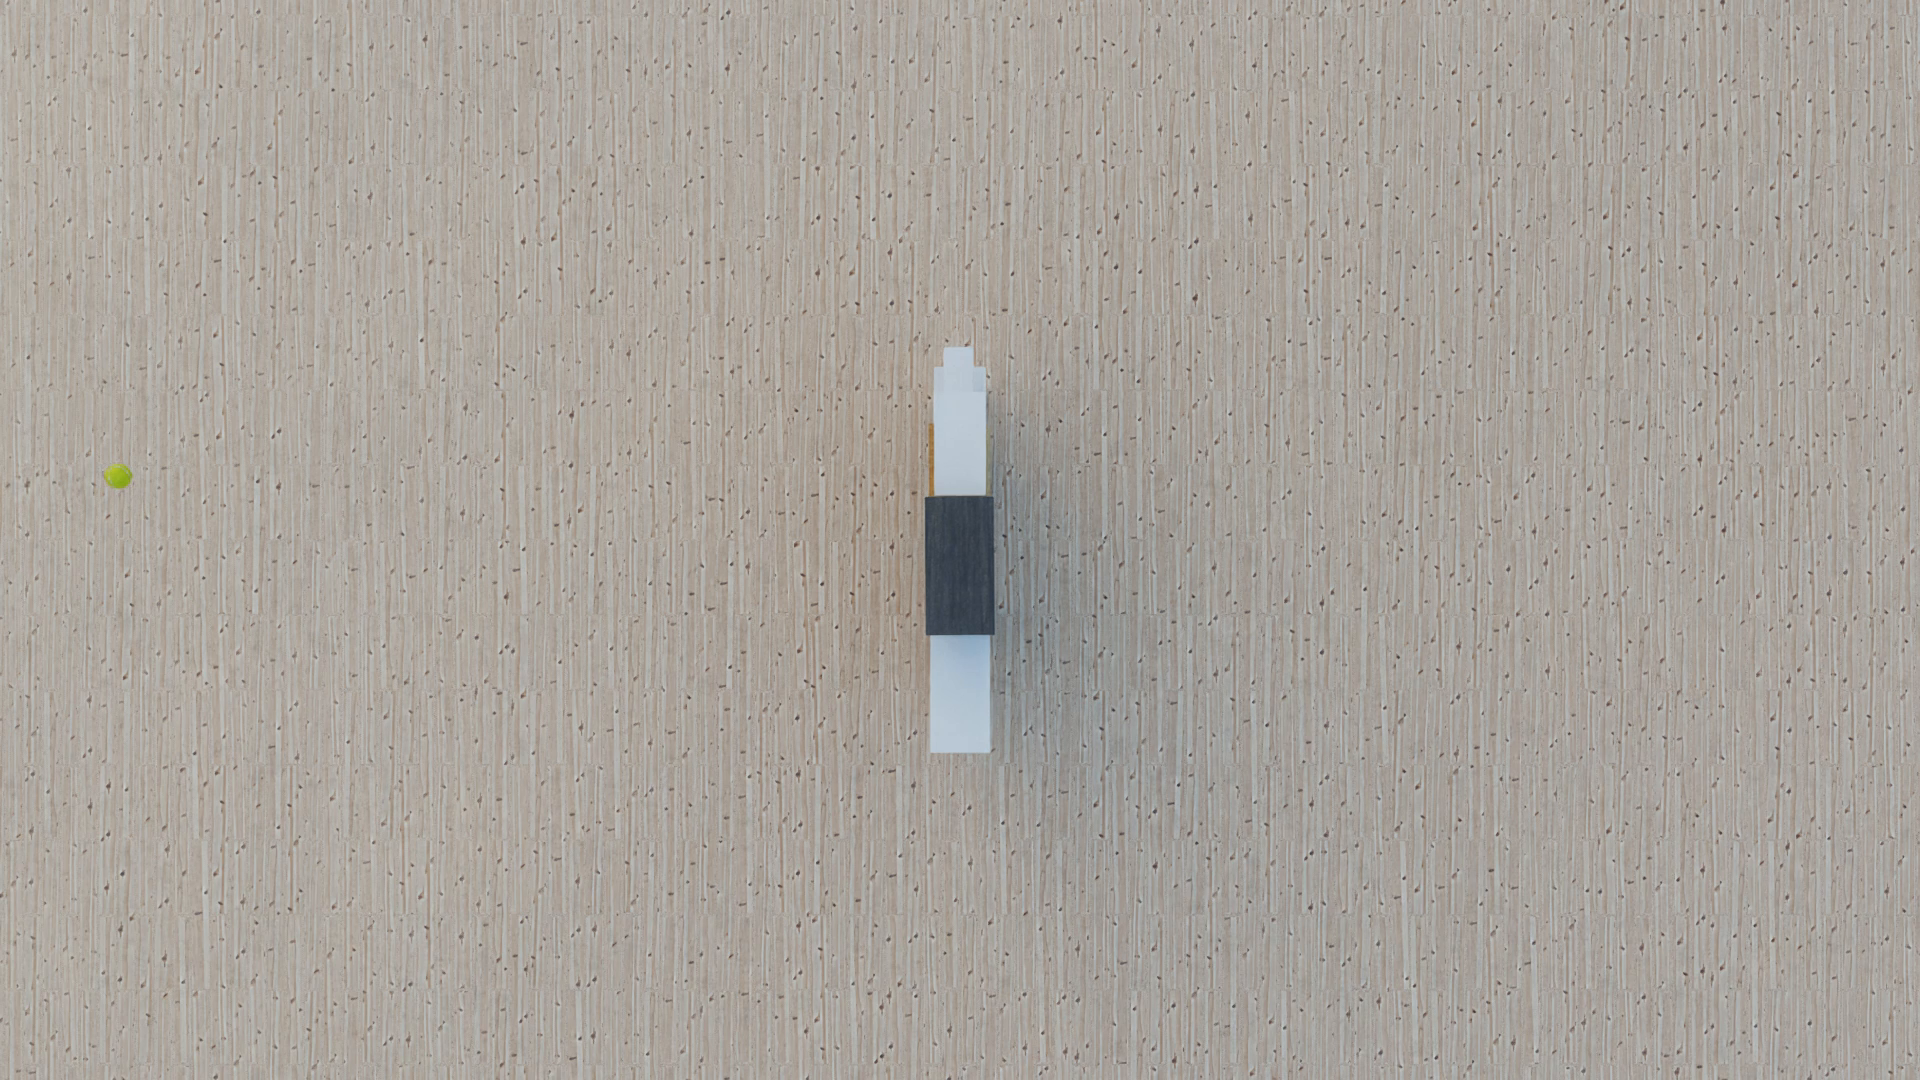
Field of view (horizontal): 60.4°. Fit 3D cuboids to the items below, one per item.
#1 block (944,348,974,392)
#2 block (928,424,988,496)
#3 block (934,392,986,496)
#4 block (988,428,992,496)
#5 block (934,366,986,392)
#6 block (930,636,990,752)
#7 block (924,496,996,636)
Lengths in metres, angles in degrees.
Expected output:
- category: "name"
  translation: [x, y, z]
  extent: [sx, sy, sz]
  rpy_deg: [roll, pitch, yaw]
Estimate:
- category: "block"
  translation: [-0.004, -0.454, 4.589]
  extent: [0.081, 0.023, 0.163]
  rpy_deg: [0, 94, 0]
- category: "block"
  translation: [-0.005, -0.155, 4.403]
  extent: [0.154, 0.044, 0.309]
  rpy_deg: [0, 90, 0]
- category: "block"
  translation: [0.000, -0.239, 4.107]
  extent: [0.128, 0.036, 0.256]
  rpy_deg: [0, 90, 0]
- category: "block"
  translation: [0.003, -0.146, 4.758]
  extent: [0.175, 0.049, 0.349]
  rpy_deg: [0, 90, 0]
- category: "block"
  translation: [0.000, -0.378, 5.155]
  extent: [0.161, 0.046, 0.322]
  rpy_deg: [0, 90, 0]
- category: "block"
  translation: [0.001, 0.385, 4.158]
  extent: [0.149, 0.042, 0.297]
  rpy_deg: [0, 90, 0]
- category: "block"
  translation: [0.000, 0.063, 4.021]
  extent: [0.168, 0.048, 0.336]
  rpy_deg: [0, 90, 0]
